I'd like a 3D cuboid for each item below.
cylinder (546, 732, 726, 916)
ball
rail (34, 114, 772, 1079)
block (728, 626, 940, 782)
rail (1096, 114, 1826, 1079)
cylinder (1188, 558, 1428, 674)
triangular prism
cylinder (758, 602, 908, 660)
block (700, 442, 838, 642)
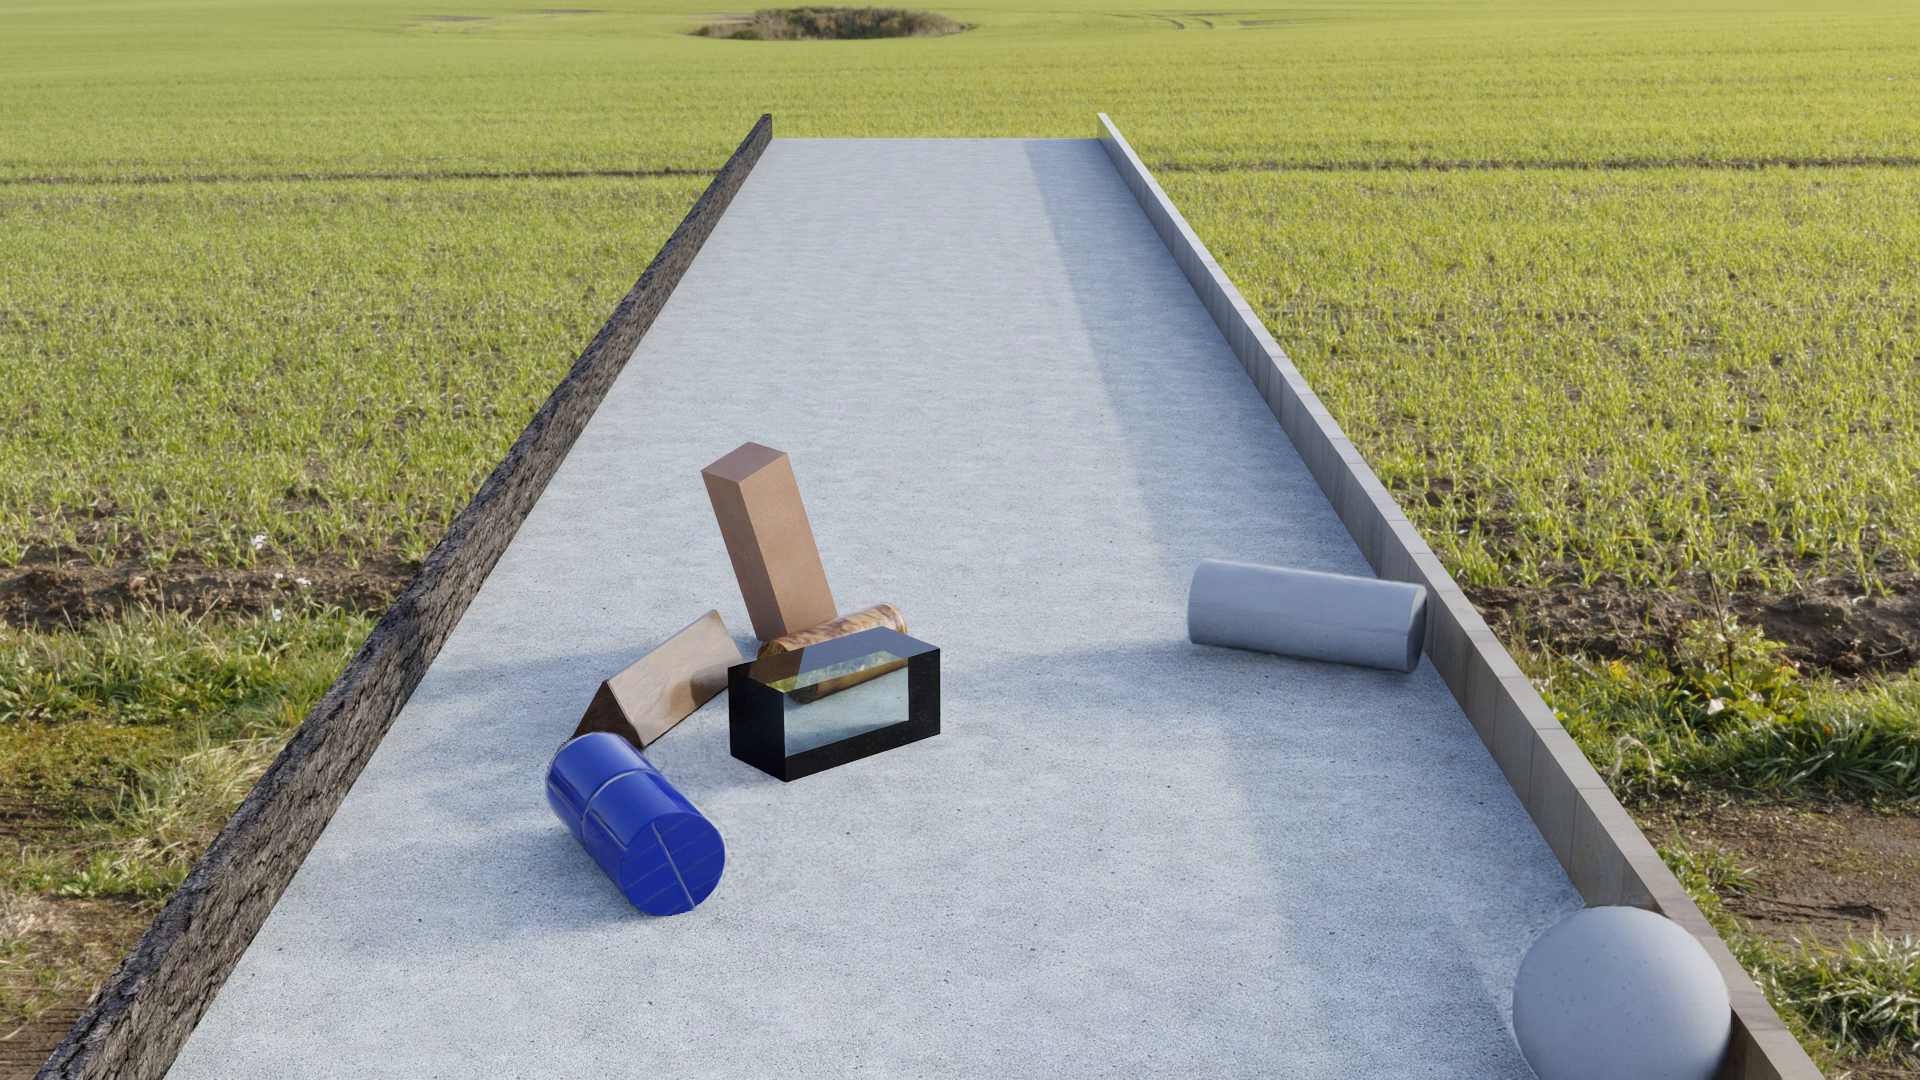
[{"bbox_3d":[-0.515,0.440,3.457,0.165,0.165,0.372,-8,19,-26],"label":"cylinder"},{"bbox_3d":[0.830,0.594,2.767,0.264,0.264,0.264,0,17,0],"label":"ball"},{"bbox_3d":[-1.118,-0.838,7.780,0.050,0.150,12.000,0,17,-1],"label":"rail"},{"bbox_3d":[-0.223,0.290,3.958,0.352,0.166,0.166,-14,21,-39],"label":"block"},{"bbox_3d":[0.932,-0.844,7.801,0.050,0.150,12.000,0,17,-1],"label":"rail"},{"bbox_3d":[0.696,0.151,4.411,0.445,0.176,0.176,7,18,23],"label":"cylinder"},{"bbox_3d":[-0.560,0.253,4.150,0.141,0.122,0.440,6,18,19],"label":"triangular prism"},{"bbox_3d":[-0.249,0.210,4.334,0.106,0.106,0.315,14,22,39],"label":"cylinder"},{"bbox_3d":[-0.379,0.017,4.430,0.126,0.403,0.126,-34,33,-31],"label":"block"}]
